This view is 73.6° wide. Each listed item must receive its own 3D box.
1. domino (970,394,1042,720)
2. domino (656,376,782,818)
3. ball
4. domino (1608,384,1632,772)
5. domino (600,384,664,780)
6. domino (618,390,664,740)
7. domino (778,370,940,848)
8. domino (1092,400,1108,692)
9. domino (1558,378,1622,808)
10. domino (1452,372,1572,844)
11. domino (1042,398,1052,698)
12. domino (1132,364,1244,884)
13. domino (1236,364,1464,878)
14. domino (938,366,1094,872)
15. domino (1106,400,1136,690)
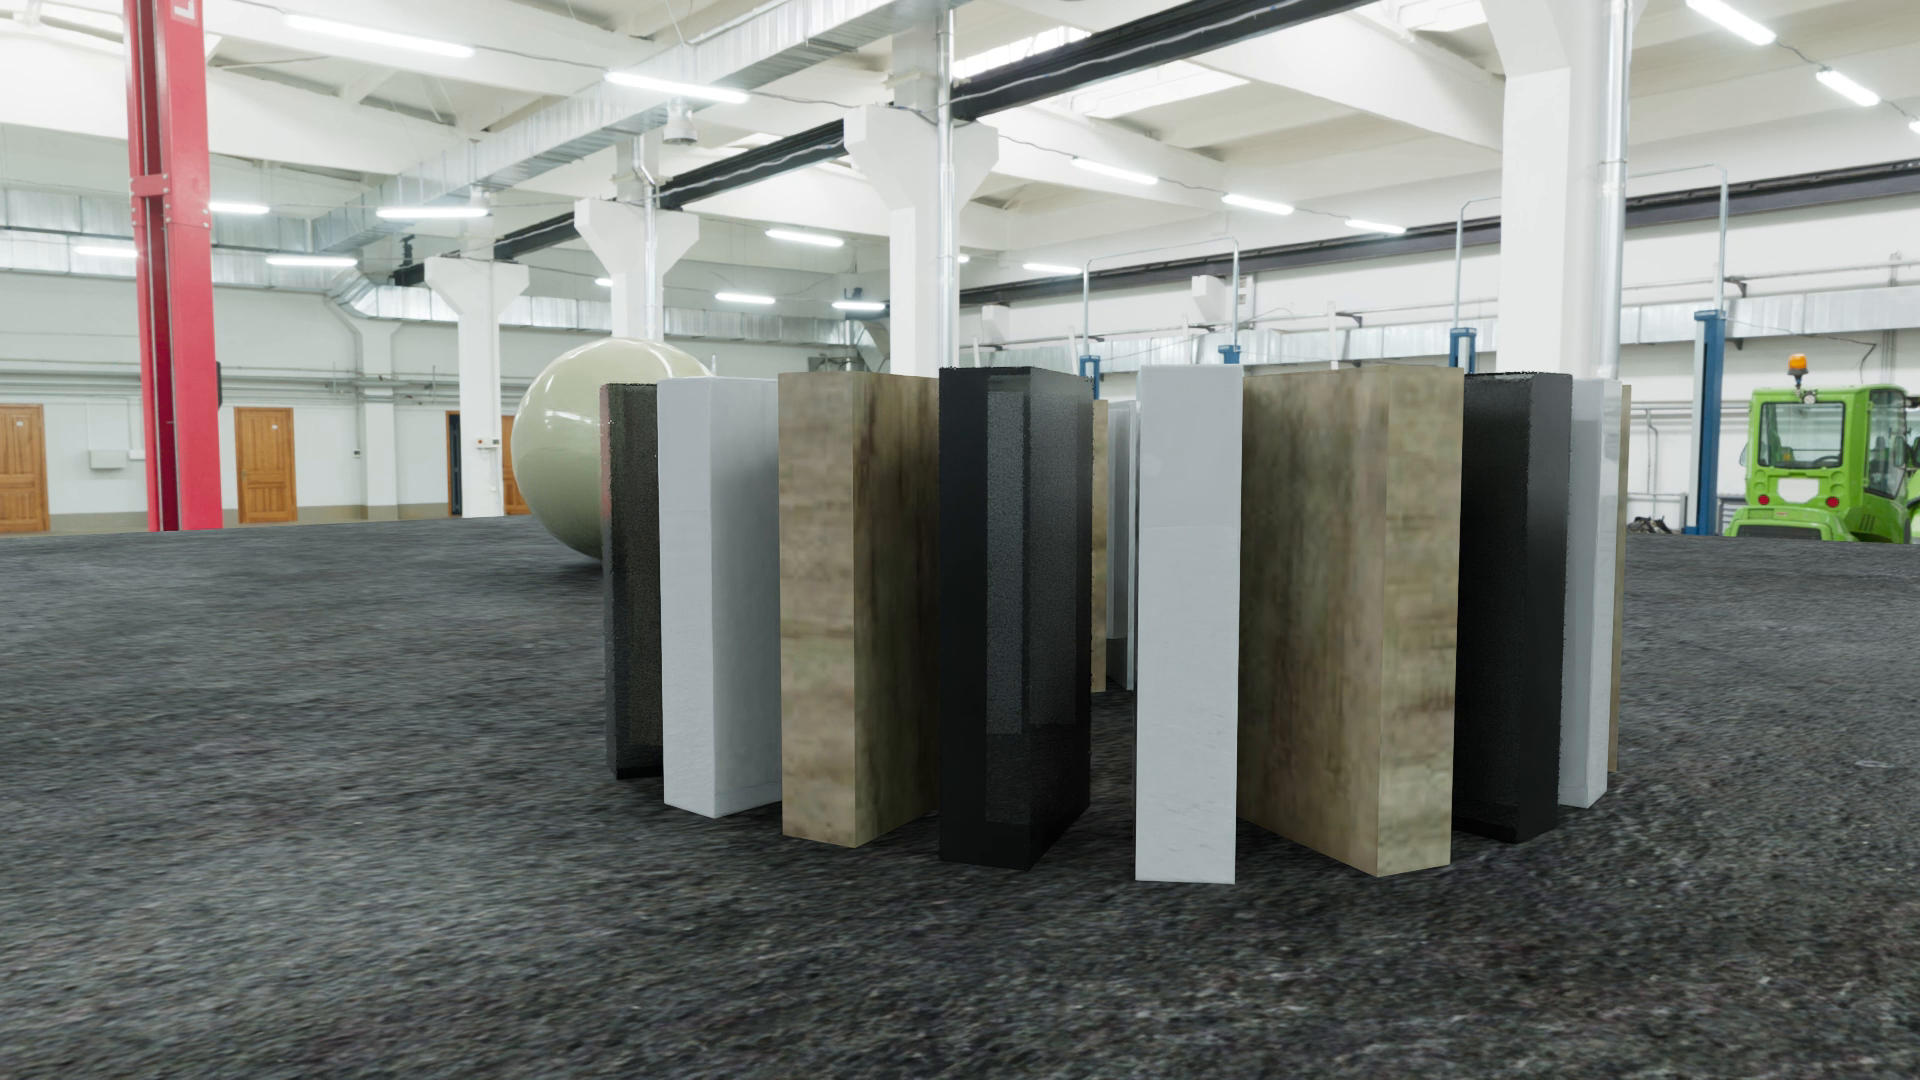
[{"bbox_3d":[0.000,0.002,0.201,0.025,0.050,0.010,0,4,0],"label":"domino"},{"bbox_3d":[-0.023,0.006,0.156,0.010,0.050,0.025,4,6,41],"label":"domino"},{"bbox_3d":[-0.117,-0.031,0.453,0.080,0.080,0.080,0,4,0],"label":"ball"},{"bbox_3d":[0.076,0.005,0.174,0.025,0.050,0.010,2,5,24],"label":"domino"},{"bbox_3d":[-0.034,0.005,0.170,0.025,0.050,0.010,-2,5,-23],"label":"domino"},{"bbox_3d":[-0.035,0.004,0.187,0.025,0.050,0.009,0,4,5],"label":"domino"},{"bbox_3d":[-0.009,0.007,0.147,0.009,0.050,0.025,2,5,29],"label":"domino"},{"bbox_3d":[0.016,0.000,0.228,0.010,0.050,0.025,-2,5,-25],"label":"domino"},{"bbox_3d":[0.067,0.006,0.159,0.025,0.050,0.009,3,5,38],"label":"domino"},{"bbox_3d":[0.055,0.007,0.147,0.009,0.050,0.025,-4,6,-41],"label":"domino"},{"bbox_3d":[0.002,0.001,0.218,0.025,0.050,0.009,2,5,23],"label":"domino"},{"bbox_3d":[0.023,0.007,0.135,0.009,0.050,0.025,1,4,7],"label":"domino"},{"bbox_3d":[0.040,0.007,0.138,0.010,0.050,0.025,-2,5,-24],"label":"domino"},{"bbox_3d":[0.007,0.007,0.139,0.009,0.050,0.025,2,5,20],"label":"domino"},{"bbox_3d":[0.032,0.000,0.233,0.010,0.050,0.025,-1,4,-8],"label":"domino"}]
